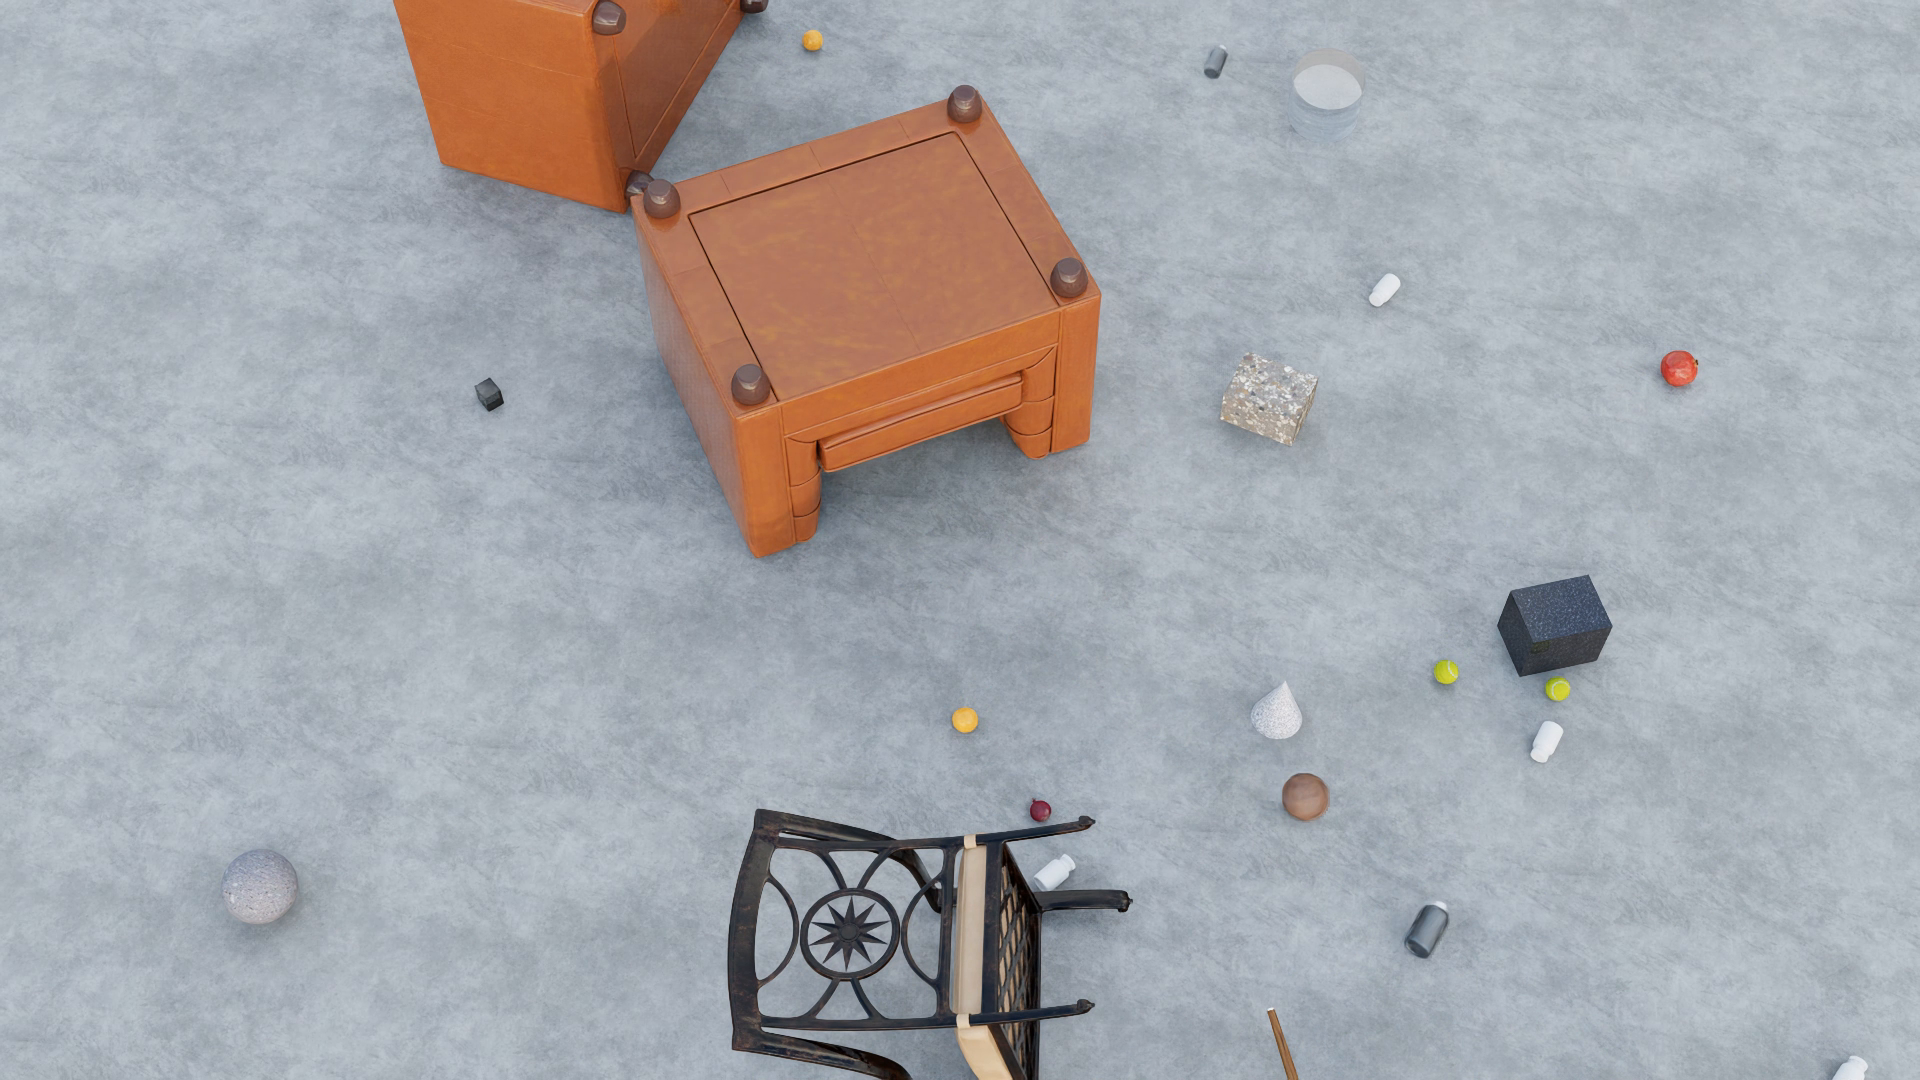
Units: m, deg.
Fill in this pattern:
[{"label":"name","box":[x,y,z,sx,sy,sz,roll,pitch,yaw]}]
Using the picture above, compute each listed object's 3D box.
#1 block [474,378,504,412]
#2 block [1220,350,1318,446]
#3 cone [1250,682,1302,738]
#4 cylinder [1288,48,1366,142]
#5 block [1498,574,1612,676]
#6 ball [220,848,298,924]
[{"label":"block","box":[-1.463,-0.452,6.836,0.056,0.068,0.063,-33,62,-20]},{"label":"block","box":[0.954,-0.437,6.787,0.238,0.133,0.183,22,59,14]},{"label":"cone","box":[0.898,0.446,6.150,0.145,0.207,0.139,2,56,1]},{"label":"cylinder","box":[1.248,-1.515,7.495,0.244,0.159,0.294,7,56,5]},{"label":"block","box":[1.700,0.246,6.294,0.237,0.190,0.178,-11,57,-7]},{"label":"ball","box":[-1.859,0.920,5.837,0.198,0.198,0.198,0,56,0]}]
